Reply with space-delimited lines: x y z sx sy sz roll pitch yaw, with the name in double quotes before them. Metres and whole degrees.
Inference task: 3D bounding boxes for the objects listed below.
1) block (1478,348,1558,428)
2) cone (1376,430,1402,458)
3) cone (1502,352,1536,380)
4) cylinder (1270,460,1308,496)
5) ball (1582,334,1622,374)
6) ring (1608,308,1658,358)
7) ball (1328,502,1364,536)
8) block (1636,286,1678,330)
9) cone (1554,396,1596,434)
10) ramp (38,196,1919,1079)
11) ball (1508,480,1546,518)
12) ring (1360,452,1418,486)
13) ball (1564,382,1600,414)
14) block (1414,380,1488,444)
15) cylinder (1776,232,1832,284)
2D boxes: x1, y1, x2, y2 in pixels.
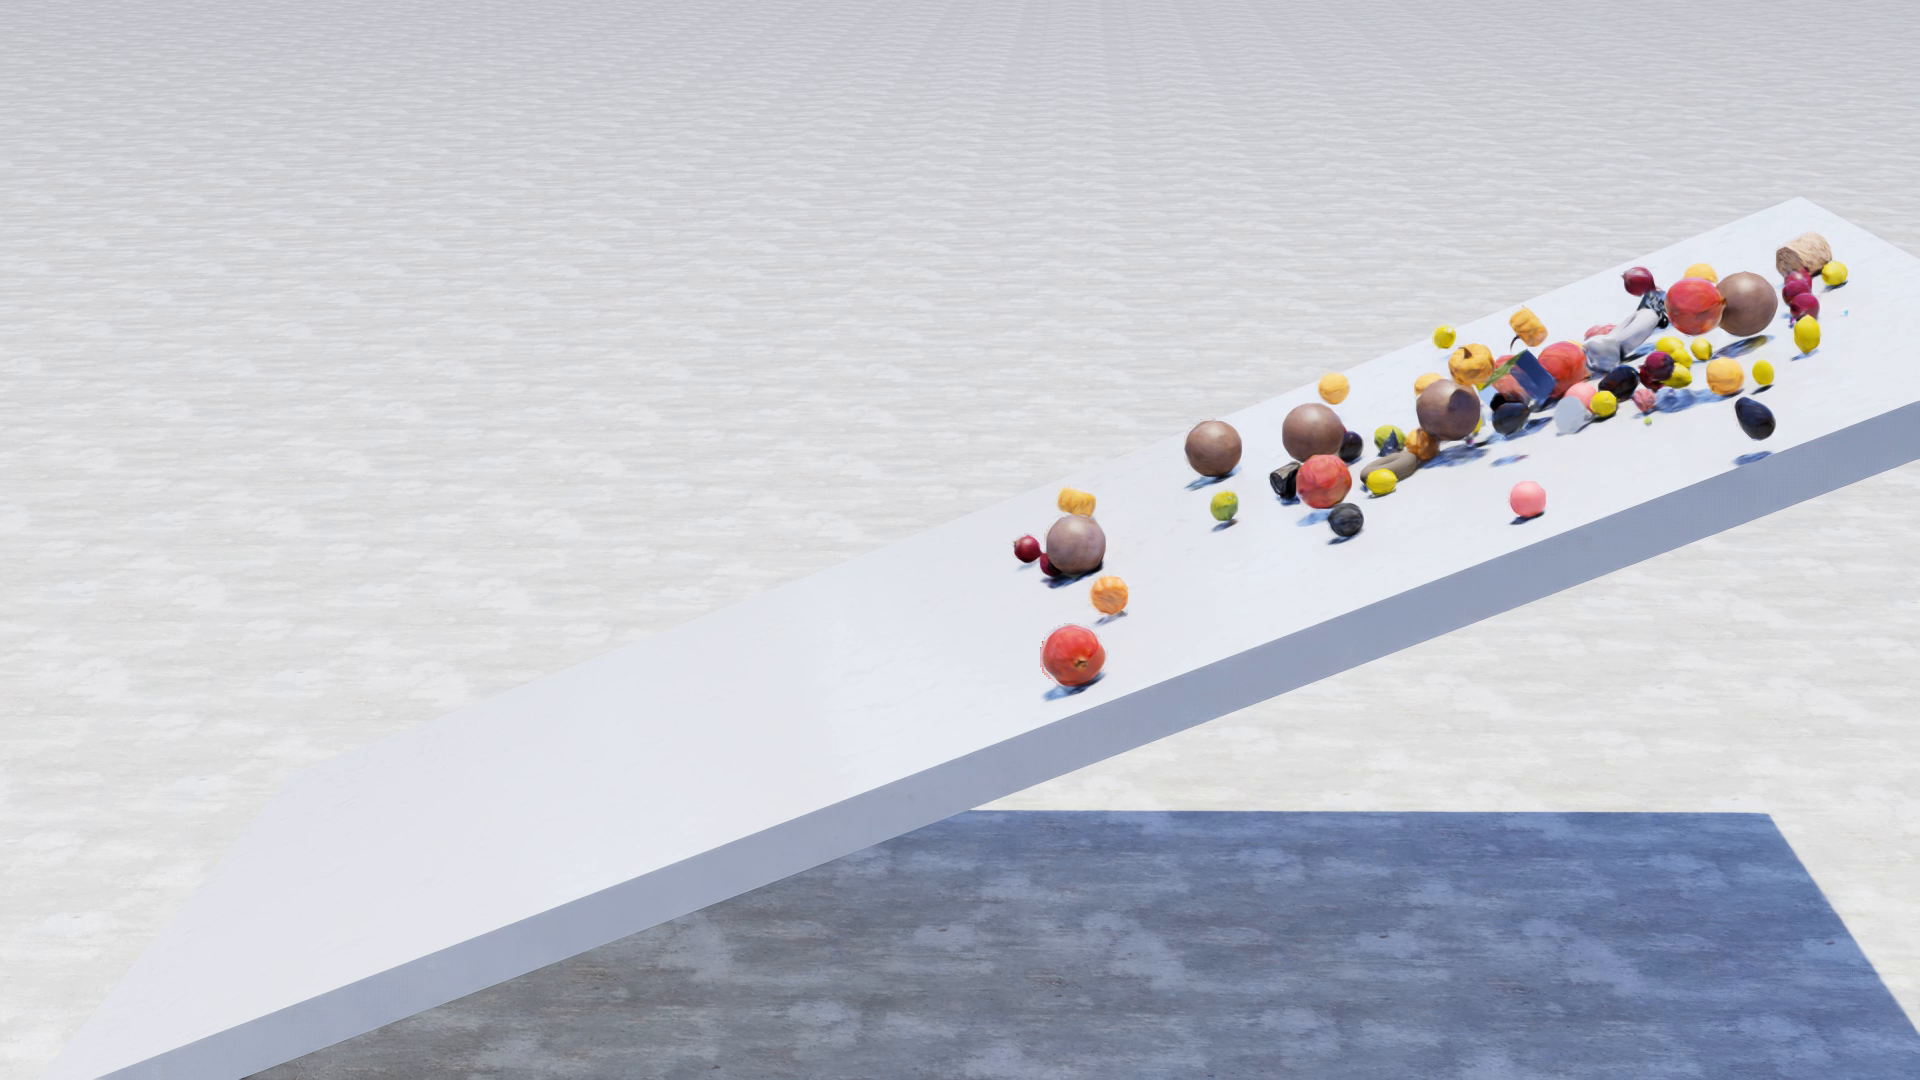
"block" 1.125 -0.306 5.931 0.095 0.095 0.095 -38 8 48
"cone" 0.891 -0.198 6.065 0.062 0.062 0.062 5 2 0
"cone" 1.183 -0.356 6.267 0.067 0.067 0.067 -28 10 10
"cylinder" 0.692 -0.129 6.204 0.057 0.057 0.057 -28 25 -24
"ball" 1.334 -0.387 6.119 0.081 0.081 0.081 0 14 0
"ring" 1.407 -0.432 6.183 0.141 0.047 0.141 -42 4 3
"ball" 0.747 -0.040 5.692 0.068 0.068 0.068 0 14 0
"block" 1.489 -0.496 6.280 0.060 0.060 0.060 20 26 -5
"cone" 1.227 -0.243 5.794 0.078 0.078 0.078 3 10 -35
"ramp" 0.124 0.173 6.290 4.000 0.100 2.000 -21 12 7
"ball" 1.030 -0.075 5.336 0.067 0.067 0.067 0 14 0
"ring" 0.873 -0.144 5.987 0.121 0.040 0.121 -22 10 4
"ball" 1.237 -0.278 5.851 0.070 0.070 0.070 0 14 0
"block" 1.022 -0.268 6.128 0.095 0.095 0.095 -24 12 -9
"cylinder" 1.784 -0.597 6.221 0.082 0.082 0.082 -28 25 -23
